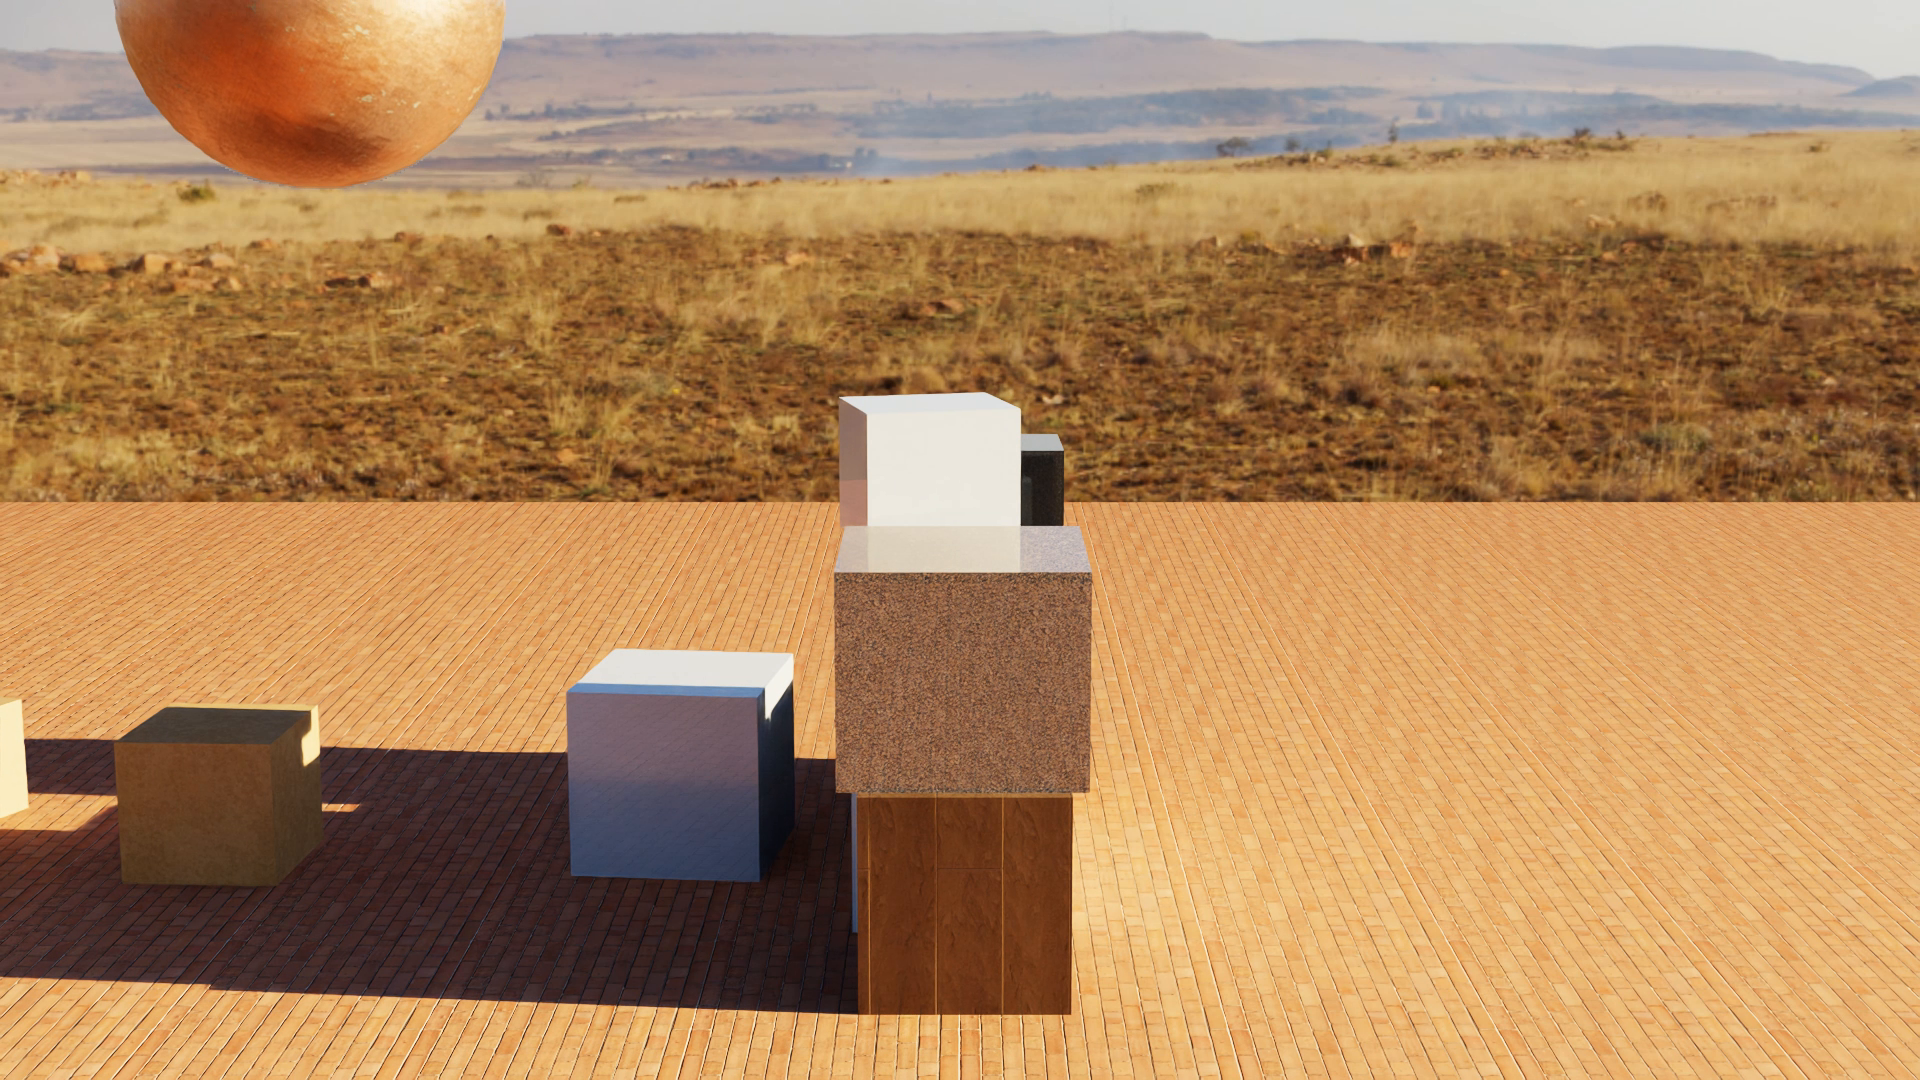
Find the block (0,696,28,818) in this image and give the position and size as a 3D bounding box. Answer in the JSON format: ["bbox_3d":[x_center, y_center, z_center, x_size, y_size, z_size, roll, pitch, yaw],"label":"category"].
[{"bbox_3d":[-4.906,1.060,12.224,0.614,0.542,0.587,4,11,21],"label":"block"}]

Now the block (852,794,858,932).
[{"bbox_3d":[-0.007,1.139,10.990,0.874,0.827,0.895,0,10,0],"label":"block"}]

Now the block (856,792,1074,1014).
[{"bbox_3d":[0.019,1.293,10.079,0.805,0.850,0.936,0,10,0],"label":"block"}]

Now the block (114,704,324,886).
[{"bbox_3d":[-3.317,1.135,11.536,0.688,0.640,0.704,0,10,3],"label":"block"}]

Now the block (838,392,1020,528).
[{"bbox_3d":[-0.134,-0.300,10.824,0.648,0.561,0.572,-3,11,-14],"label":"block"}]

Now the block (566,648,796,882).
[{"bbox_3d":[-1.252,1.009,11.680,0.850,0.835,0.870,1,10,7],"label":"block"}]

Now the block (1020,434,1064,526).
[{"bbox_3d":[0.008,-0.019,12.477,0.958,0.919,0.935,0,7,0],"label":"block"}]

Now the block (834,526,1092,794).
[{"bbox_3d":[0.011,0.445,10.010,0.952,0.842,0.981,0,10,0],"label":"block"}]

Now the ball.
[{"bbox_3d":[-2.716,-2.282,10.766,1.600,1.600,1.600,0,10,0],"label":"ball"}]
